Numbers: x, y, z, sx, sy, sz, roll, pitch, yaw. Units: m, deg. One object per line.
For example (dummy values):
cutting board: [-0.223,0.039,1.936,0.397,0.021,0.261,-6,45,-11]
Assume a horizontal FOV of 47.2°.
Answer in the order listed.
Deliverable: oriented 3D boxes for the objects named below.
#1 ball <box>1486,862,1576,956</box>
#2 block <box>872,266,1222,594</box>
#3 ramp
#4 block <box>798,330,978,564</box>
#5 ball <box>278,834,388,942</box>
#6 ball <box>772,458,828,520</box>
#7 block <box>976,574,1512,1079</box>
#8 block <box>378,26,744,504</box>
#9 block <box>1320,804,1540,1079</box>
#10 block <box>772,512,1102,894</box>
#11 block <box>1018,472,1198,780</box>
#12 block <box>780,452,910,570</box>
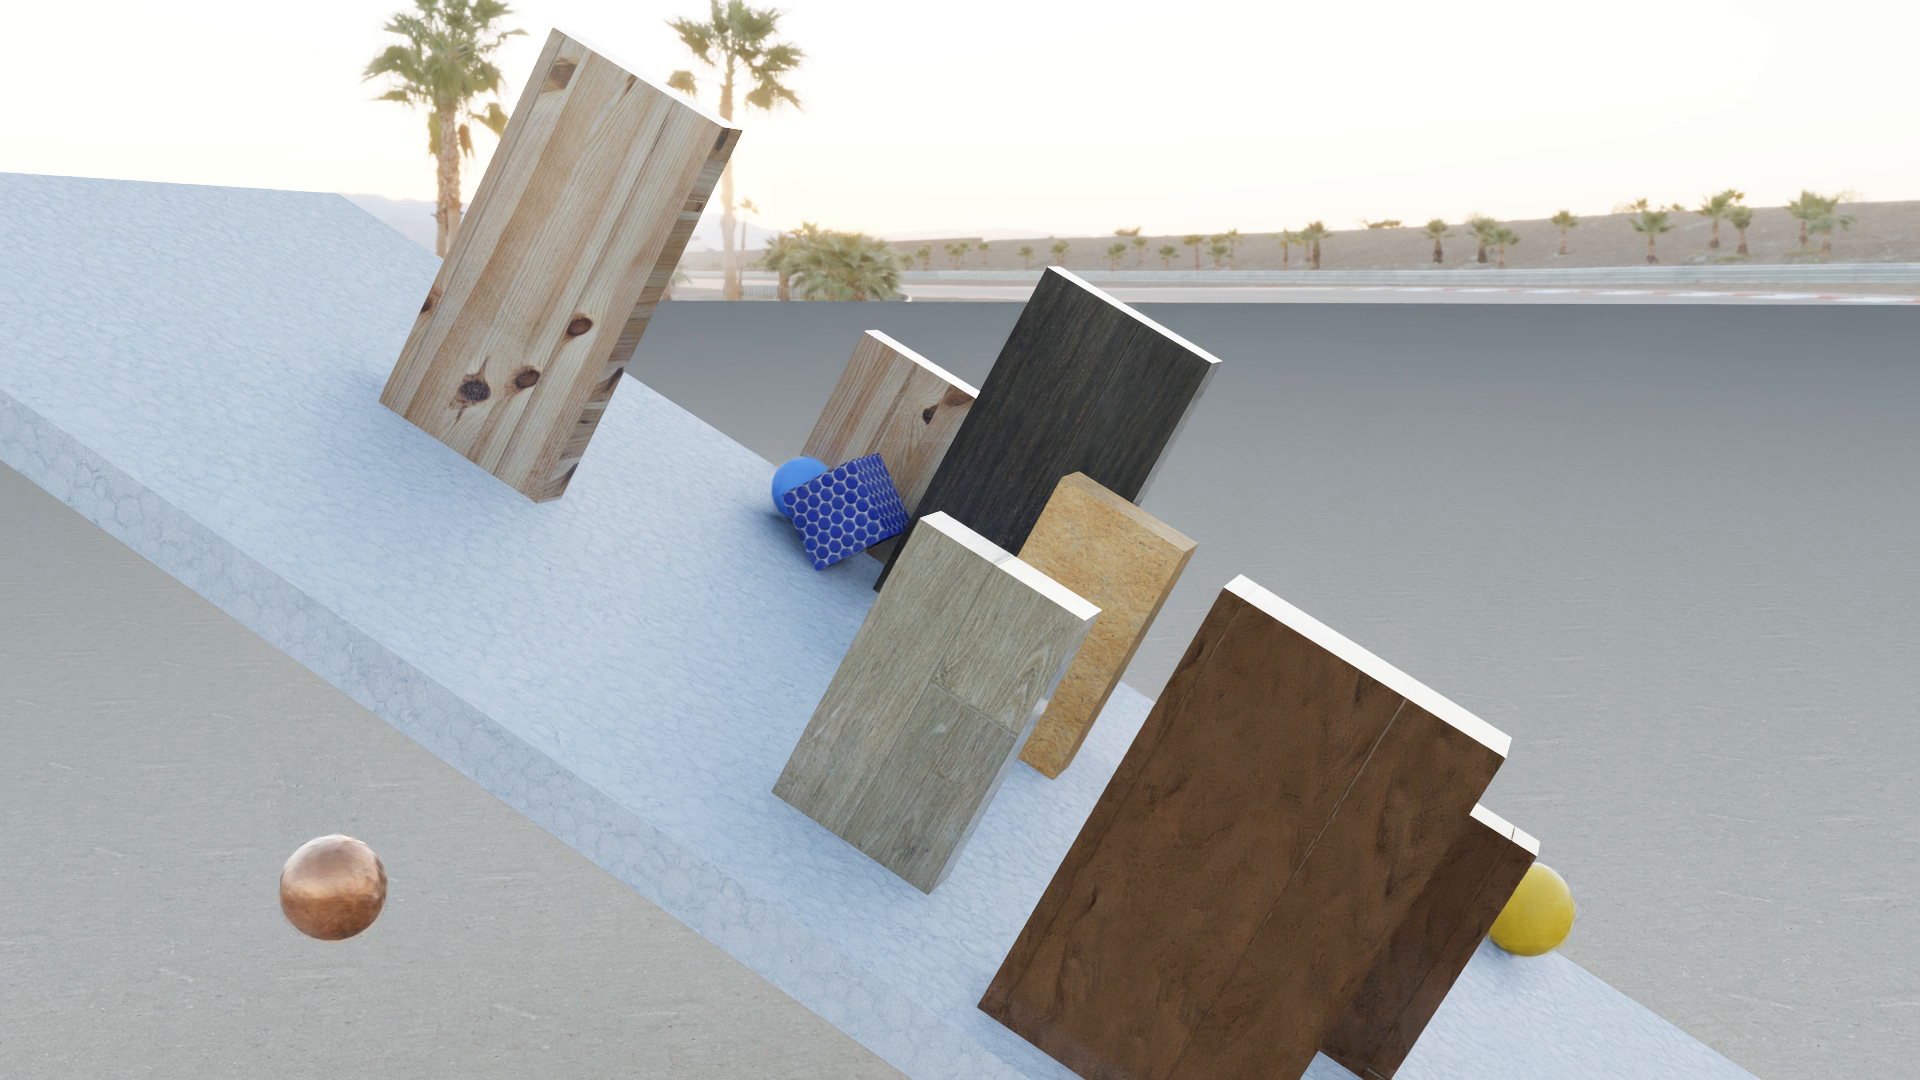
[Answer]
ball: [1.187,0.773,4.610,0.199,0.199,0.199,0,7,0]
block: [0.177,-0.132,4.624,0.396,0.785,0.107,32,15,11]
ramp: [-0.197,0.325,4.135,4.000,0.100,2.000,32,15,11]
block: [-0.141,-0.186,4.927,0.380,0.432,0.087,32,15,11]
ball: [-0.822,0.457,2.886,0.138,0.138,0.138,0,7,0]
ball: [-0.346,-0.112,4.867,0.143,0.143,0.143,0,7,0]
block: [0.391,0.472,3.091,0.434,0.716,0.132,32,15,11]
block: [-0.758,-0.510,4.136,0.383,0.795,0.097,32,15,11]
block: [0.699,0.625,3.630,0.293,0.477,0.094,32,15,11]
block: [-0.040,0.254,3.442,0.299,0.510,0.107,32,15,11]
block: [0.203,0.162,4.211,0.270,0.513,0.131,32,15,11]
block: [-0.238,-0.061,4.684,0.178,0.178,0.178,-25,-1,18]
